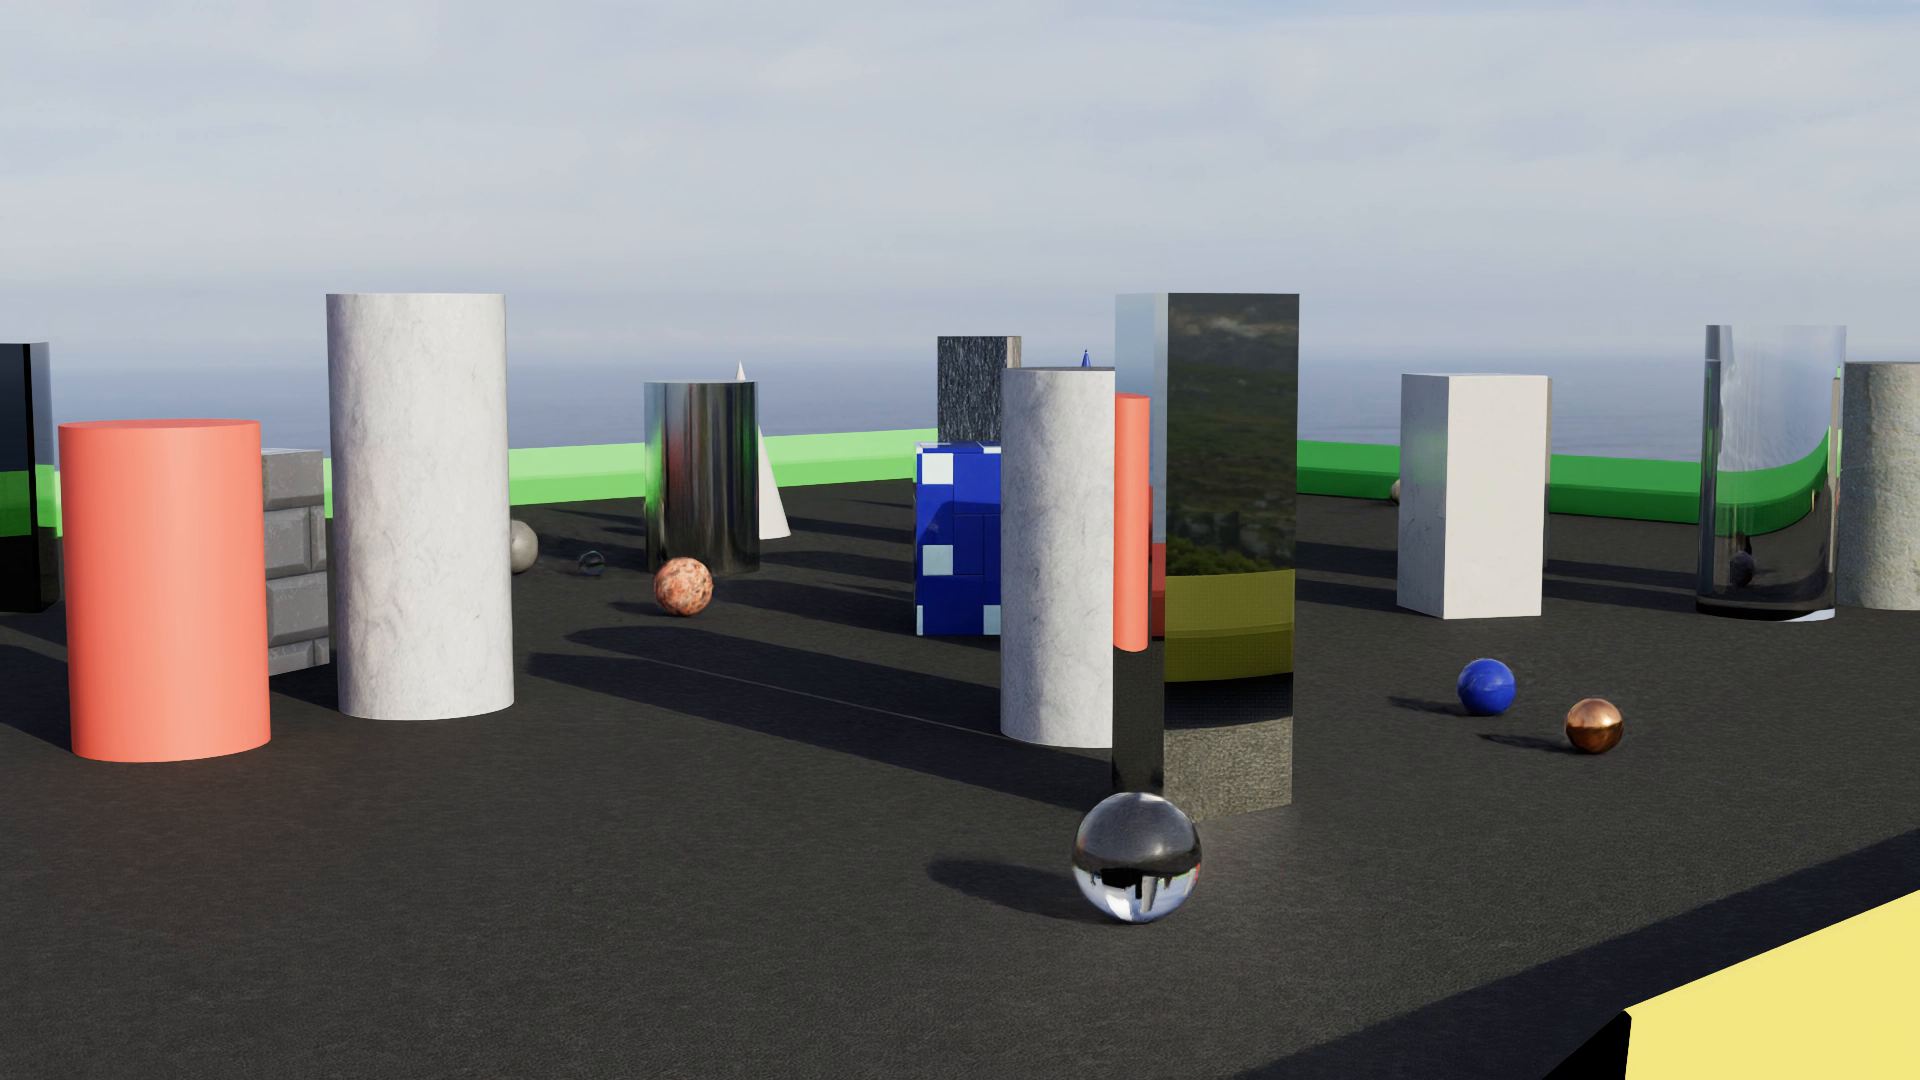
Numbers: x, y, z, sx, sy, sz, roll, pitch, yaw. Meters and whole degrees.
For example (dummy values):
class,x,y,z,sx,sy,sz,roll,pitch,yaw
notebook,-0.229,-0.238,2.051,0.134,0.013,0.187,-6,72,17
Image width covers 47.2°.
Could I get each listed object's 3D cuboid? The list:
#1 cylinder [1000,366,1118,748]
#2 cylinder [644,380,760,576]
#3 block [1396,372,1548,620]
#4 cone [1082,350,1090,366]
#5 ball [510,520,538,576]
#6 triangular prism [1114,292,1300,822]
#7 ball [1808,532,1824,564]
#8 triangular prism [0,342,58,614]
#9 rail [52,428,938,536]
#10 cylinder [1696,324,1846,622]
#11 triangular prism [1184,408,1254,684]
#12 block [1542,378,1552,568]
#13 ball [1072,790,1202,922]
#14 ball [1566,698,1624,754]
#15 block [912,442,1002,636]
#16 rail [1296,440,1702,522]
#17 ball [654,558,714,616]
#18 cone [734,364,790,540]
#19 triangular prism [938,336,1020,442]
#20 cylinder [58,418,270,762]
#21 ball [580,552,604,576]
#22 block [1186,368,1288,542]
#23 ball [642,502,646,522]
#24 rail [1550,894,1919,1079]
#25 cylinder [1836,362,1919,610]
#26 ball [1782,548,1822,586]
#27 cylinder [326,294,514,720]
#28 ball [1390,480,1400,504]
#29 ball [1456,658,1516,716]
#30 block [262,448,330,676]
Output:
class,x,y,z,sx,sy,sz,roll,pitch,yaw
cylinder,0.139,0.011,2.316,0.193,0.382,0.193,0,6,0
cylinder,-0.440,-0.109,3.752,0.193,0.323,0.193,0,6,0
block,0.753,-0.069,3.244,0.155,0.349,0.155,-2,6,-14
cone,0.259,-0.213,4.525,0.193,0.367,0.193,0,6,0
ball,-0.754,0.012,3.691,0.093,0.093,0.093,0,6,0
triangular prism,0.189,0.009,1.973,0.167,0.458,0.145,-5,8,-38
ball,1.473,0.020,3.724,0.071,0.071,0.071,0,6,0
triangular prism,-1.413,-0.099,3.304,0.167,0.395,0.145,2,6,17
rail,-1.290,-0.113,4.722,3.961,0.126,0.045,-6,8,-42
cylinder,1.186,-0.103,3.220,0.193,0.421,0.193,0,6,0
triangular prism,0.256,0.000,2.708,0.145,0.323,0.167,4,7,33
block,0.909,-0.115,3.789,0.155,0.326,0.155,6,8,42
ball,0.129,0.231,1.602,0.095,0.095,0.095,0,6,0
ball,0.637,0.187,2.207,0.057,0.057,0.057,0,6,0
block,0.014,-0.006,3.079,0.155,0.256,0.155,0,6,-3
rail,1.438,-0.106,4.652,0.045,0.126,3.852,-6,8,-42
ball,-0.402,0.068,3.195,0.086,0.086,0.086,0,6,0
cone,-0.432,-0.182,4.337,0.193,0.345,0.193,0,6,0
triangular prism,0.068,-0.183,4.109,0.167,0.394,0.145,5,8,37
cylinder,-0.811,0.045,2.247,0.193,0.329,0.193,0,6,0
ball,-0.614,0.040,3.673,0.042,0.042,0.042,0,6,0
block,0.521,-0.166,4.257,0.155,0.330,0.155,-4,7,-35
ball,-0.576,-0.055,4.324,0.094,0.094,0.094,0,6,0
rail,1.290,0.179,1.942,3.961,0.126,0.045,-6,8,-42
cylinder,1.419,-0.087,3.340,0.193,0.364,0.193,0,6,0
ball,1.361,0.044,3.553,0.059,0.059,0.059,0,6,0
cylinder,-0.603,-0.044,2.462,0.193,0.461,0.193,0,6,0
ball,1.005,-0.108,4.981,0.063,0.063,0.063,0,6,0
ball,0.578,0.162,2.412,0.063,0.063,0.063,0,6,0
block,-0.898,0.025,2.723,0.155,0.269,0.155,3,7,25
